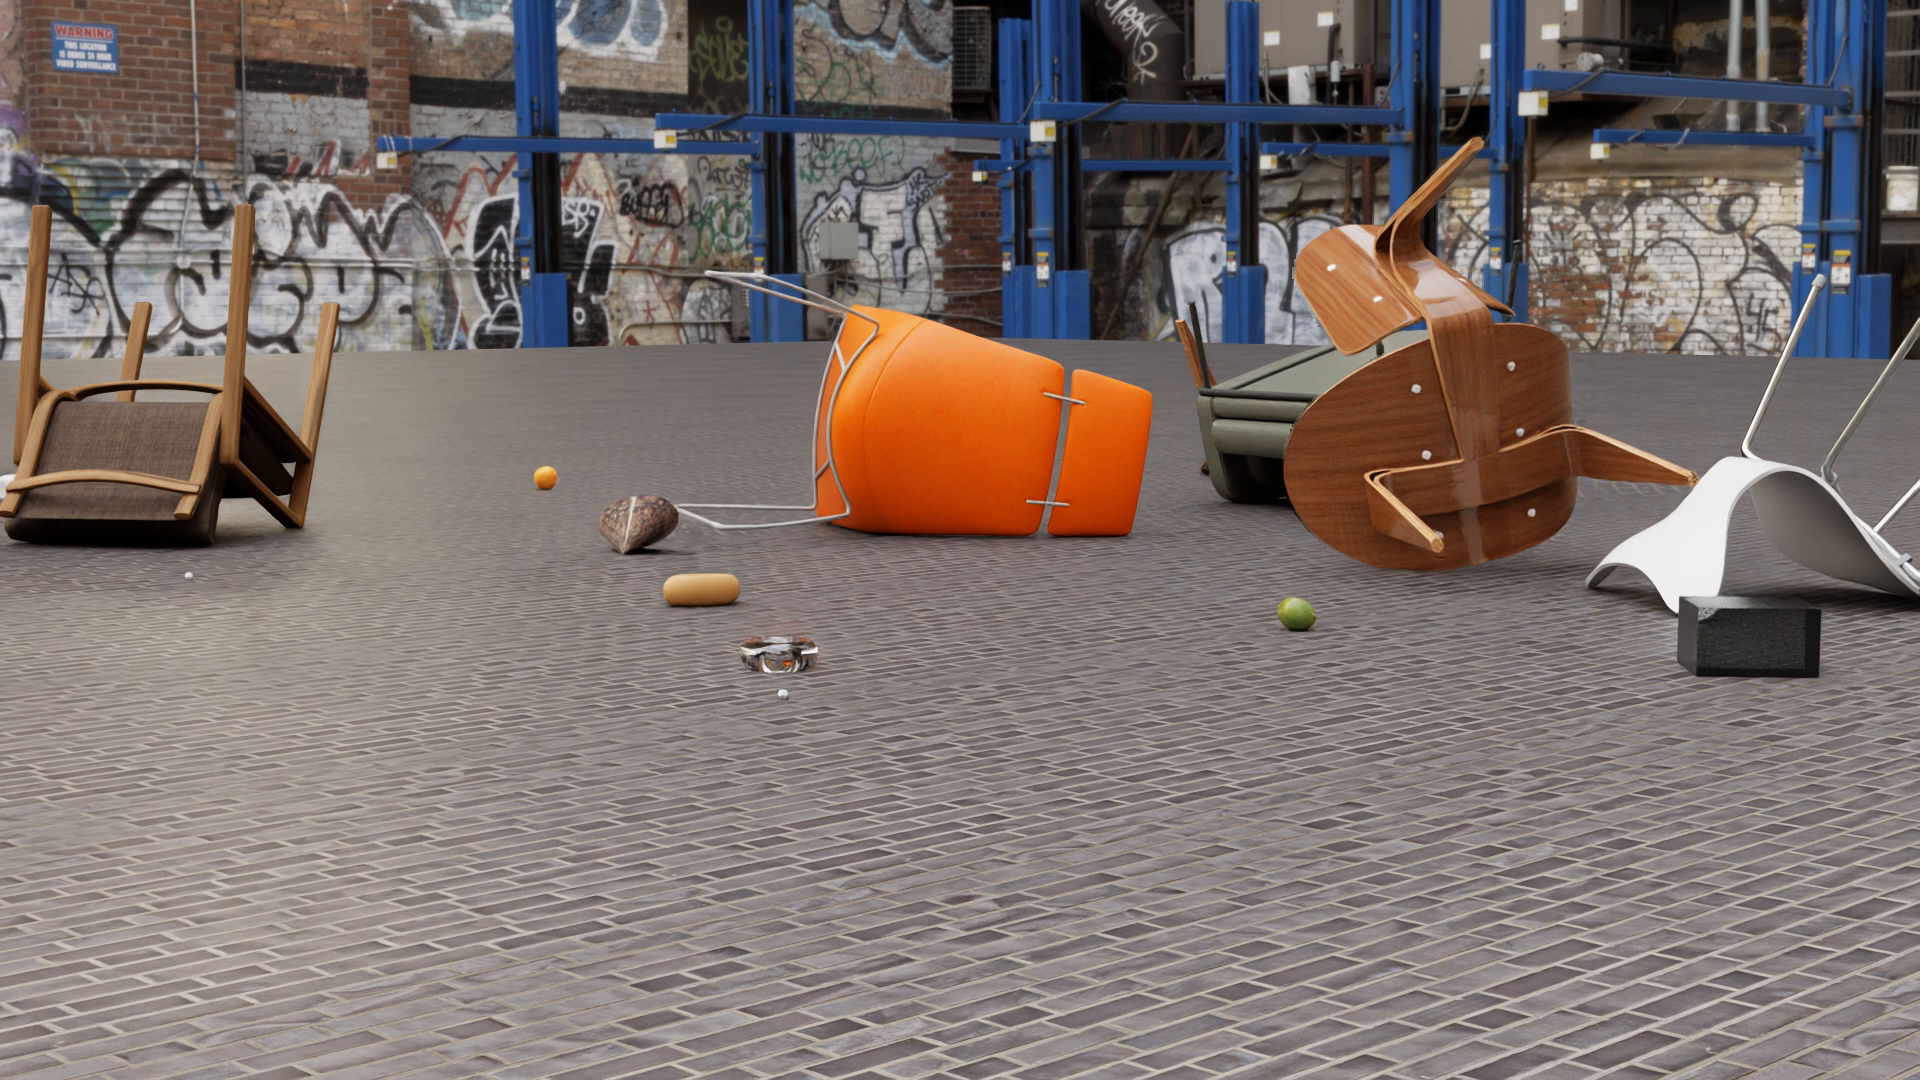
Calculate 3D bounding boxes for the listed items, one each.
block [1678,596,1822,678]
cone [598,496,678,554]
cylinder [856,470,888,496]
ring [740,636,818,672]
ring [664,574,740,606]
[{"bbox_3d":[1.318,0.161,4.294,0.197,0.114,0.161,0,6,5],"label":"block"},{"bbox_3d":[-0.785,-0.004,6.114,0.232,0.145,0.124,-22,31,30],"label":"cone"},{"bbox_3d":[-0.264,-0.173,7.775,0.094,0.065,0.105,-3,6,-24],"label":"cylinder"},{"bbox_3d":[-0.305,0.191,4.317,0.133,0.050,0.150,1,5,5],"label":"ring"},{"bbox_3d":[-0.519,0.100,5.152,0.161,0.060,0.091,-1,4,-25],"label":"ring"}]
